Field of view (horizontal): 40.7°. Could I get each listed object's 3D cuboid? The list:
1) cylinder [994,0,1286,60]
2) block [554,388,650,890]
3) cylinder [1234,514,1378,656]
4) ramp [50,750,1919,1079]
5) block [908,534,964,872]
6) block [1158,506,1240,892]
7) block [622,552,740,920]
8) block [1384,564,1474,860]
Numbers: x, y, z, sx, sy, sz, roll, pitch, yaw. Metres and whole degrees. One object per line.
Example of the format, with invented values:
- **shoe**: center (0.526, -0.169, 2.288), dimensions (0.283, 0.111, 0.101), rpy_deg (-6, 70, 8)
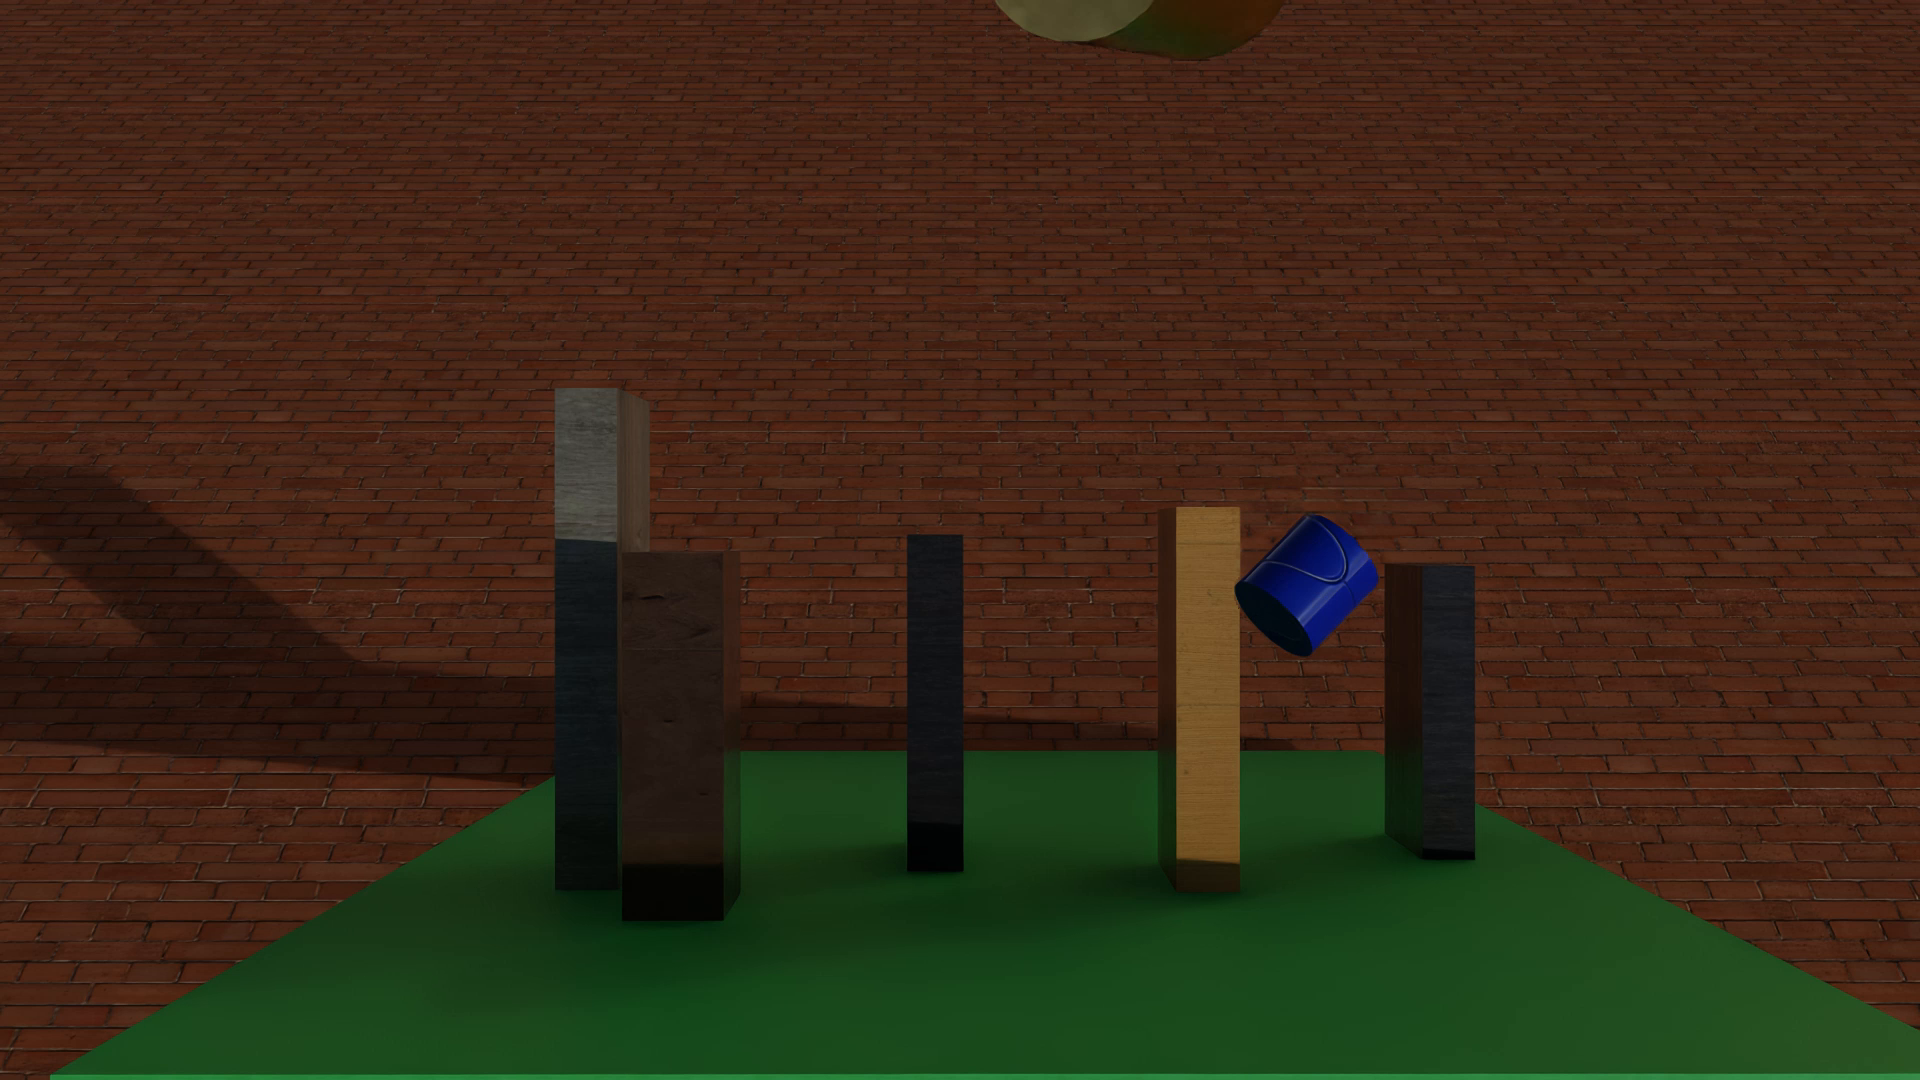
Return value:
- **cylinder**: center (0.138, -0.471, 1.987), dimensions (0.189, 0.189, 0.189), rpy_deg (20, 15, 30)
- **block**: center (-0.584, 0.154, 4.250), dimensions (0.097, 0.783, 0.429), rpy_deg (0, 0, 0)
- **cylinder**: center (0.386, 0.050, 2.884), dimensions (0.113, 0.113, 0.113), rpy_deg (-44, 46, -16)
- **ramp**: center (0.067, 0.594, 4.650), dimensions (2.000, 0.100, 4.000), rpy_deg (0, 0, 0)
- **block**: center (-0.041, 0.268, 4.471), dimensions (0.092, 0.554, 0.427), rpy_deg (0, 0, 0)
- **block**: center (0.384, 0.247, 4.190), dimensions (0.098, 0.596, 0.371), rpy_deg (0, 0, 0)
- **block**: center (-0.412, 0.282, 3.856), dimensions (0.145, 0.528, 0.293), rpy_deg (0, 0, 0)
- **block**: center (0.832, 0.294, 4.601), dimensions (0.089, 0.500, 0.389), rpy_deg (0, 0, 0)
